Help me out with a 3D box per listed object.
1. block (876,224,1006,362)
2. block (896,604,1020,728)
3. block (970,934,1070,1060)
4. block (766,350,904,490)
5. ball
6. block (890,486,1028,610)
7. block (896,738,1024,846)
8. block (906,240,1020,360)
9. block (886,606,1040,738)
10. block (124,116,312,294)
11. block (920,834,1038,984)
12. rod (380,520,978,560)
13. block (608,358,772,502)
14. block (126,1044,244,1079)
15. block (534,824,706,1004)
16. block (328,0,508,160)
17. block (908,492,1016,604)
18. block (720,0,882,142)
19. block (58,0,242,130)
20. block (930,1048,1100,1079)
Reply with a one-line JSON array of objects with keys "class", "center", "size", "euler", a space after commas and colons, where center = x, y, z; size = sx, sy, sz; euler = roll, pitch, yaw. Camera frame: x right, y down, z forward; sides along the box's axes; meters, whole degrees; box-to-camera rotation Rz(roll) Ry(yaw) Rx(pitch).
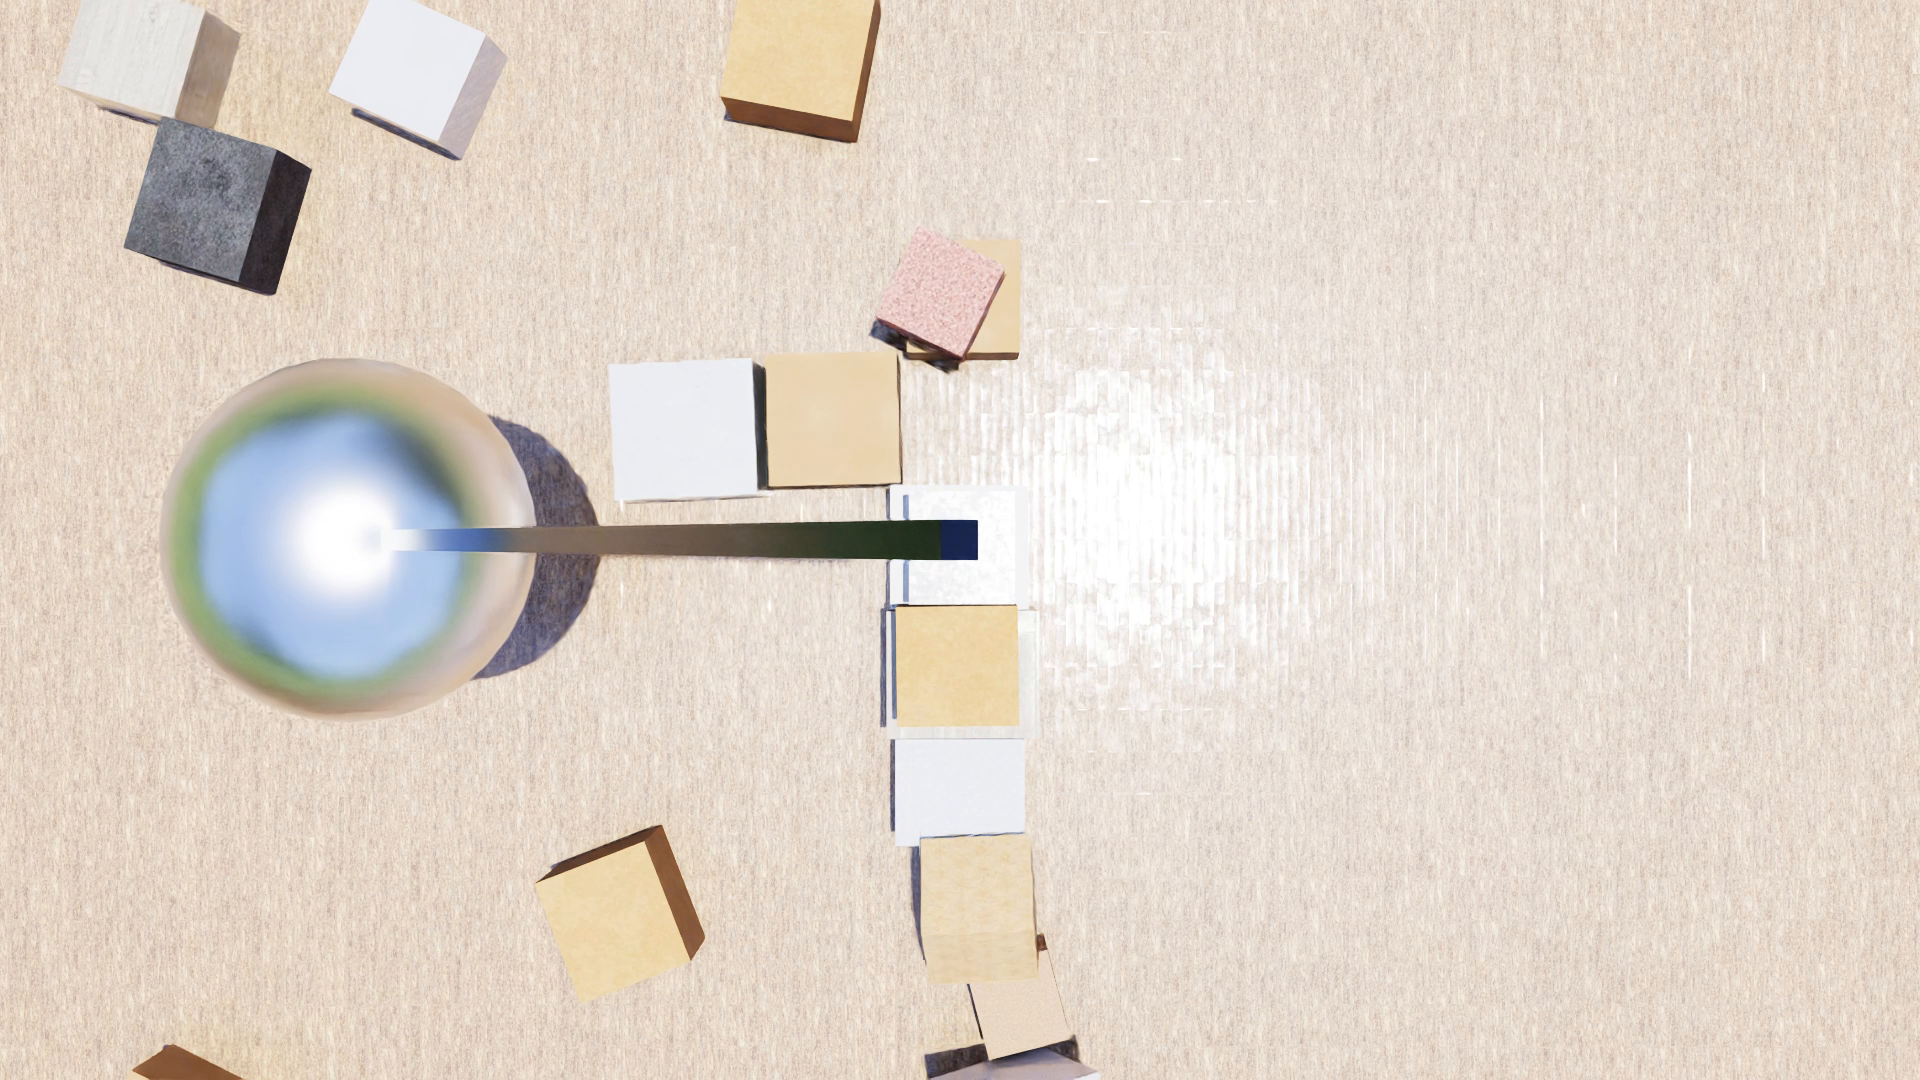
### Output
[{"class": "block", "center": [-0.102, -1.361, 12.226], "size": [0.524, 0.533, 0.549], "euler": [26, 91, 1]}, {"class": "block", "center": [-0.013, 0.664, 11.828], "size": [0.640, 0.598, 0.630], "euler": [-1, 90, 0]}, {"class": "block", "center": [0.330, 2.636, 12.735], "size": [0.474, 0.531, 0.523], "euler": [-15, 90, 0]}, {"class": "block", "center": [-0.714, -0.681, 12.668], "size": [0.736, 0.664, 0.740], "euler": [-2, 90, 0]}, {"class": "ball", "center": [-2.663, 0.000, 9.630], "size": [1.600, 1.600, 1.600], "euler": [0, 90, 0]}, {"class": "block", "center": [-0.004, 0.041, 12.677], "size": [0.775, 0.646, 0.697], "euler": [0, 90, 0]}, {"class": "block", "center": [0.001, 1.418, 12.670], "size": [0.725, 0.660, 0.598], "euler": [0, 90, 0]}, {"class": "block", "center": [0.020, -1.387, 12.747], "size": [0.642, 0.505, 0.642], "euler": [0, 90, 0]}, {"class": "block", "center": [0.016, 0.745, 12.564], "size": [0.841, 0.873, 0.701], "euler": [0, 90, 0]}, {"class": "block", "center": [-4.260, -1.915, 12.662], "size": [0.672, 0.676, 0.775], "euler": [16, 90, 0]}, {"class": "block", "center": [0.112, 2.065, 12.282], "size": [0.608, 0.609, 0.590], "euler": [-3, 53, 3]}, {"class": "rod", "center": [-1.154, 0.000, 6.583], "size": [0.080, 5.200, 0.080], "euler": [0, 90, -26]}, {"class": "block", "center": [-1.530, -0.615, 12.599], "size": [0.794, 0.789, 0.753], "euler": [-3, 90, 1]}, {"class": "block", "center": [-4.503, 3.455, 12.672], "size": [0.700, 0.656, 0.721], "euler": [27, 90, 0]}, {"class": "block", "center": [-1.937, 2.135, 12.632], "size": [0.656, 0.737, 0.719], "euler": [-21, 90, 0]}, {"class": "block", "center": [-3.116, -2.688, 12.697], "size": [0.677, 0.607, 0.666], "euler": [24, 90, 0]}, {"class": "block", "center": [0.011, 0.041, 12.032], "size": [0.565, 0.645, 0.602], "euler": [0, 90, 0]}, {"class": "block", "center": [-0.905, -2.800, 12.660], "size": [0.753, 0.681, 0.777], "euler": [11, 90, 0]}, {"class": "block", "center": [-4.656, -2.770, 12.669], "size": [0.674, 0.654, 0.640], "euler": [16, 90, -1]}, {"class": "block", "center": [0.358, 3.351, 12.241], "size": [0.690, 0.730, 0.767], "euler": [-11, 94, -26]}]
